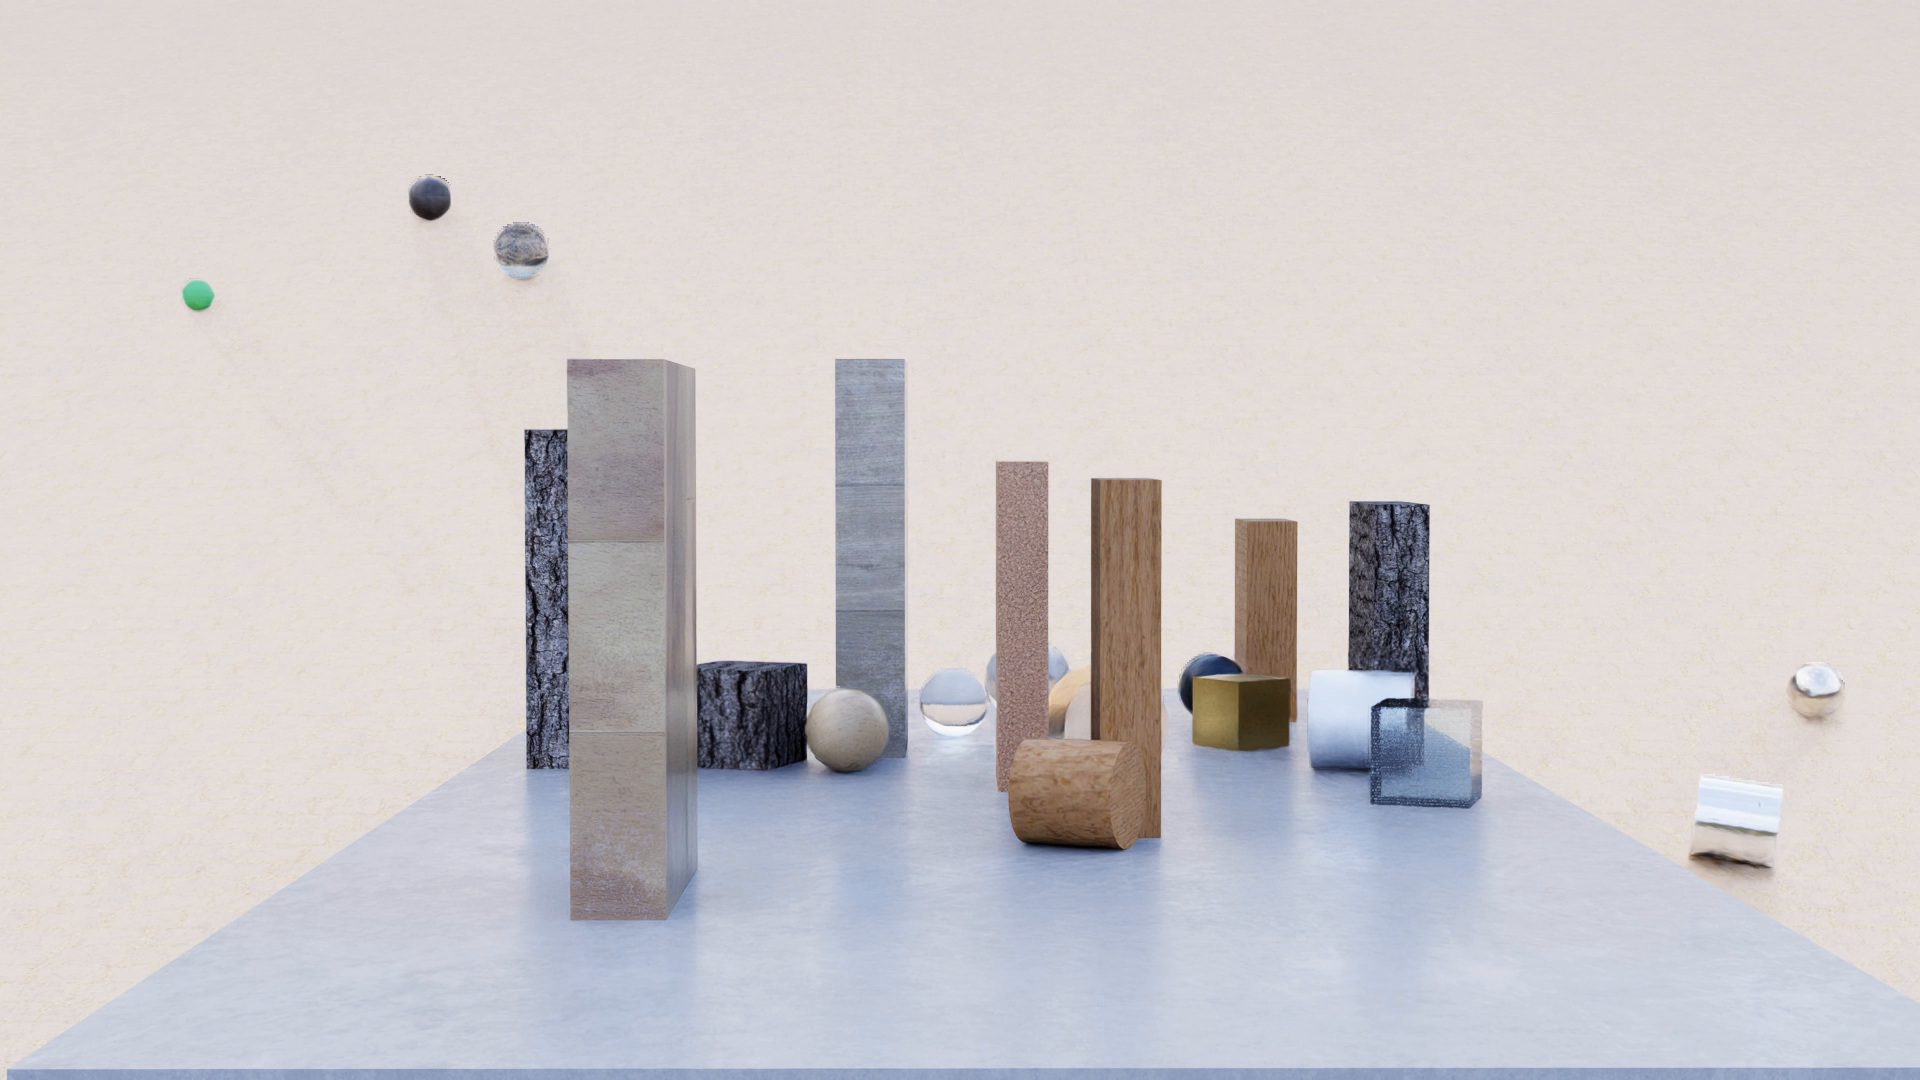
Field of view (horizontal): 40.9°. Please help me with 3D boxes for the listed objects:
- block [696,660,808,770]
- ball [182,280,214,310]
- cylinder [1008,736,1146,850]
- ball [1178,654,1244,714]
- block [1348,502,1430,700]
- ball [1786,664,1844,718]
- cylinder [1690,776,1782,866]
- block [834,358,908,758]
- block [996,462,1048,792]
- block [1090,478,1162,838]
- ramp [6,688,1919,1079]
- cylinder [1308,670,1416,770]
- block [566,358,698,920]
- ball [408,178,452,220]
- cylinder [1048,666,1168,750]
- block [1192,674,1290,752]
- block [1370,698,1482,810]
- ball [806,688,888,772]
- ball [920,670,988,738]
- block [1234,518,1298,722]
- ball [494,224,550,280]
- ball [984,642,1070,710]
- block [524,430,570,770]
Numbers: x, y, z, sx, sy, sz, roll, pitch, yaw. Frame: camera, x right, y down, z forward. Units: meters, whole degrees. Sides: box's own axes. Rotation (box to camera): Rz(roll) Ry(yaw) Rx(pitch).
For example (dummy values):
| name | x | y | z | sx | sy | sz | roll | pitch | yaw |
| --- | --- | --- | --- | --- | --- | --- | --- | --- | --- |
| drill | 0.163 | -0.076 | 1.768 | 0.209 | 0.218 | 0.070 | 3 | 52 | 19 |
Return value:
| name | x | y | z | sx | sy | sz | roll | pitch | yaw |
| --- | --- | --- | --- | --- | --- | --- | --- | --- | --- |
| block | -0.423 | 0.339 | 5.009 | 0.190 | 0.190 | 0.190 | 1 | 2 | 22 |
| ball | -2.809 | -0.903 | 9.497 | 0.112 | 0.112 | 0.112 | 0 | 24 | 0 |
| cylinder | 0.182 | 0.389 | 3.969 | 0.164 | 0.164 | 0.164 | 1 | 23 | 23 |
| ball | 0.564 | 0.331 | 5.742 | 0.152 | 0.152 | 0.152 | 0 | 24 | 0 |
| block | 0.856 | 0.177 | 5.155 | 0.107 | 0.502 | 0.322 | 0 | 2 | 0 |
| ball | 2.186 | 0.387 | 6.584 | 0.138 | 0.138 | 0.138 | 0 | 24 | 0 |
| cylinder | 1.791 | 0.648 | 5.943 | 0.183 | 0.183 | 0.183 | 8 | 25 | 17 |
| block | -0.177 | 0.032 | 5.226 | 0.137 | 0.788 | 0.299 | 0 | 2 | 0 |
| block | 0.112 | 0.150 | 4.709 | 0.090 | 0.588 | 0.261 | 0 | 2 | 0 |
| block | 0.267 | 0.182 | 4.173 | 0.096 | 0.562 | 0.276 | 0 | 2 | 0 |
| ramp | 0.055 | 0.500 | 4.546 | 2.000 | 0.100 | 4.000 | 0 | 2 | 0 |
| cylinder | 0.768 | 0.343 | 4.912 | 0.187 | 0.187 | 0.187 | 0 | 24 | 14 |
| block | -0.444 | 0.123 | 3.535 | 0.124 | 0.727 | 0.410 | 0 | 2 | 0 |
| ball | -2.166 | -1.394 | 10.522 | 0.173 | 0.173 | 0.173 | 0 | 24 | 0 |
| cylinder | 0.275 | 0.341 | 4.848 | 0.198 | 0.198 | 0.198 | -4 | 3 | -8 |
| block | 0.578 | 0.353 | 5.298 | 0.140 | 0.140 | 0.140 | -1 | 3 | -35 |
| block | 0.811 | 0.368 | 4.471 | 0.168 | 0.168 | 0.168 | 1 | 2 | 18 |
| ball | -0.214 | 0.360 | 4.876 | 0.158 | 0.158 | 0.158 | 0 | 24 | 0 |
| ball | -0.014 | 0.346 | 5.451 | 0.144 | 0.144 | 0.144 | 0 | 24 | 0 |
| block | 0.697 | 0.178 | 5.881 | 0.113 | 0.448 | 0.250 | 0 | 2 | 0 |
| ball | -1.671 | -1.098 | 9.816 | 0.207 | 0.207 | 0.207 | 0 | 24 | 0 |
| ball | 0.150 | 0.312 | 5.683 | 0.195 | 0.195 | 0.195 | 0 | 24 | 0 |
| block | -0.777 | 0.107 | 5.079 | 0.103 | 0.648 | 0.347 | 0 | 2 | 0 |
